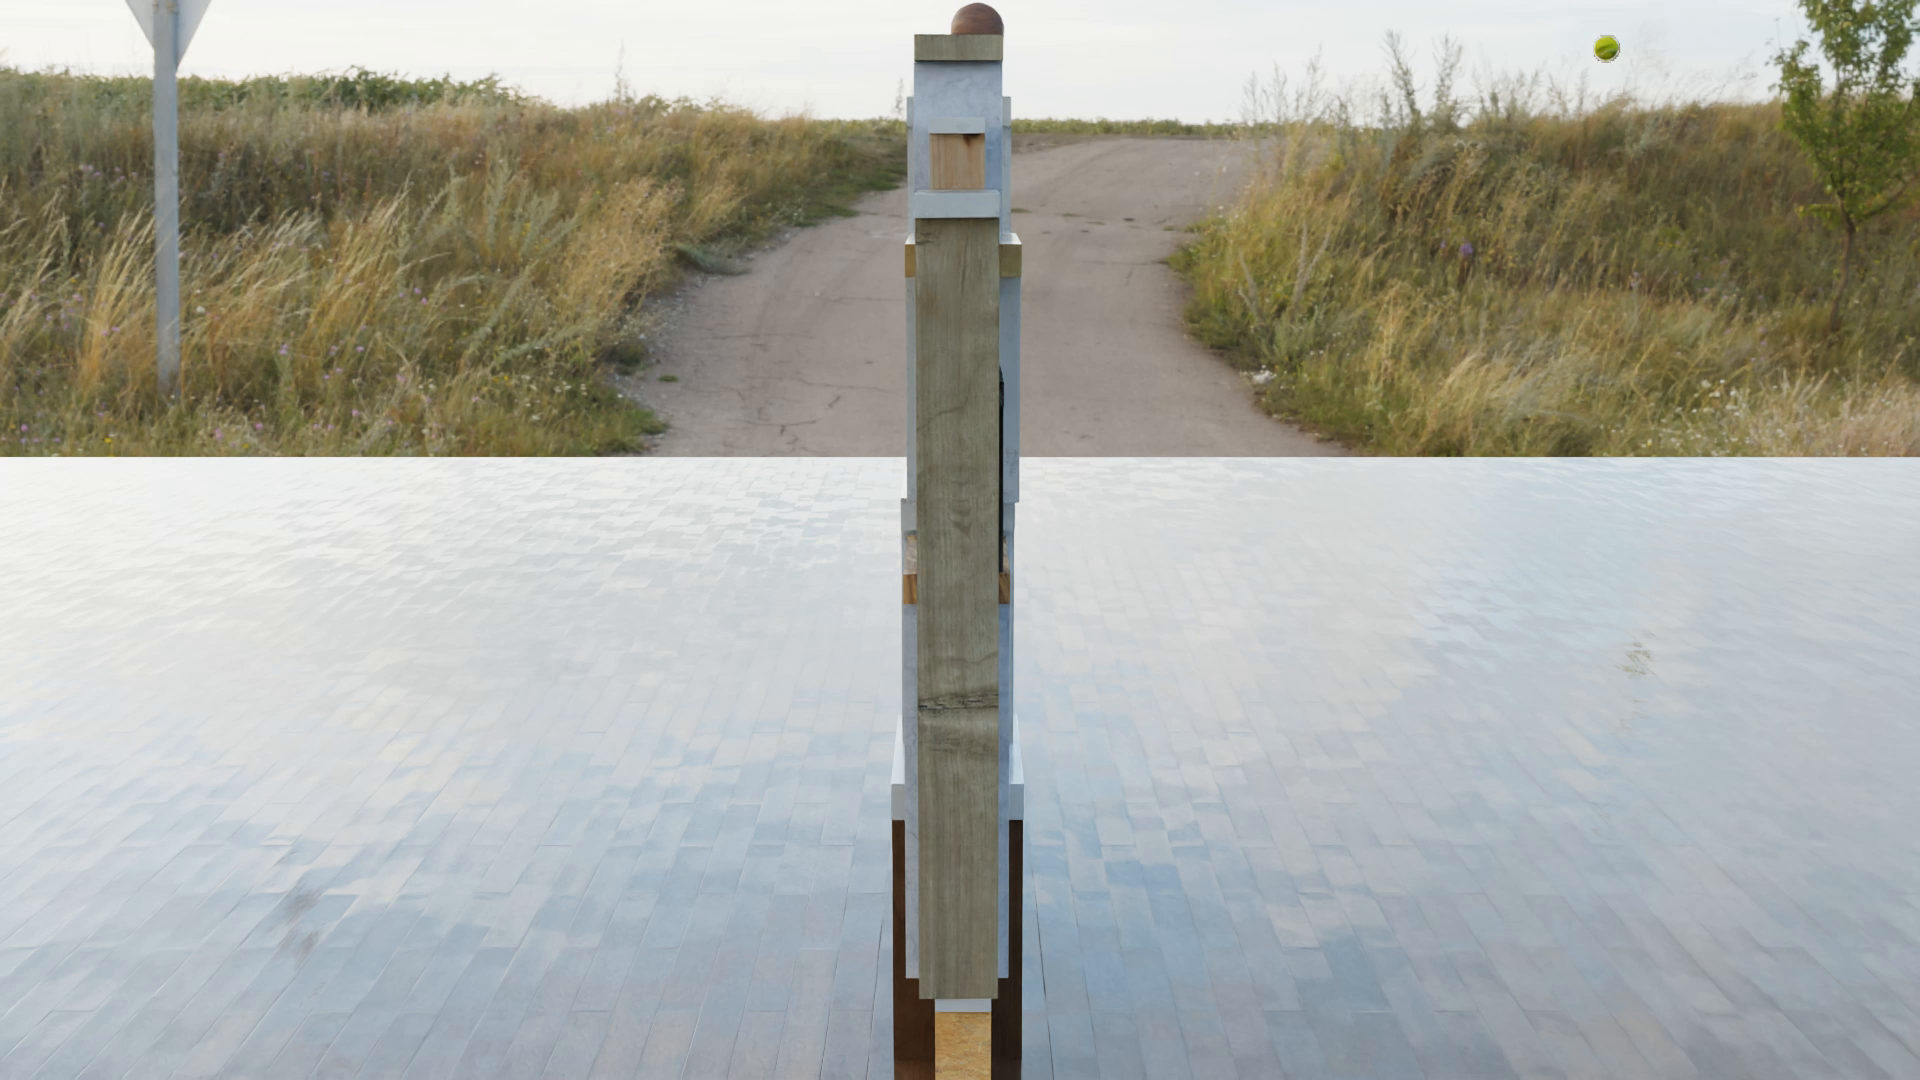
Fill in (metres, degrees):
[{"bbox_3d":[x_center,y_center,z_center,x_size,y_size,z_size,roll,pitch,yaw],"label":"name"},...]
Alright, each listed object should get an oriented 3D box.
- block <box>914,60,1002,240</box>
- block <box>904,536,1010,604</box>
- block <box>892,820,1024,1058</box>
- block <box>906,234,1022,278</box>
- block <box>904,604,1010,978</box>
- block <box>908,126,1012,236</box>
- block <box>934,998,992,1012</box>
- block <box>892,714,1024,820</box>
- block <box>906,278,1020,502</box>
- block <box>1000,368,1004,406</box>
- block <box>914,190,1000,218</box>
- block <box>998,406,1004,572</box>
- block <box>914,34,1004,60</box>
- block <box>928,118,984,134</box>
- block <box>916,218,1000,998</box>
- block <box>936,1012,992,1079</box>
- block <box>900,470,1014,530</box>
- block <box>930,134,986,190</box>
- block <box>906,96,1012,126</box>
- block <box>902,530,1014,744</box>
[{"bbox_3d":[-0.003,-0.526,2.973,0.119,0.238,0.034,0,11,0],"label":"block"},{"bbox_3d":[-0.004,0.037,2.879,0.134,0.038,0.267,0,11,0],"label":"block"},{"bbox_3d":[-0.003,0.534,3.008,0.176,0.352,0.050,0,11,0],"label":"block"},{"bbox_3d":[0.004,-0.393,3.026,0.152,0.043,0.304,0,11,0],"label":"block"},{"bbox_3d":[-0.004,0.320,2.841,0.134,0.505,0.038,0,10,0],"label":"block"},{"bbox_3d":[-0.001,-0.463,3.839,0.178,0.510,0.050,0,10,0],"label":"block"},{"bbox_3d":[0.004,0.580,2.878,0.072,0.020,0.144,0,11,0],"label":"block"},{"bbox_3d":[-0.003,0.315,3.086,0.176,0.050,0.352,0,11,0],"label":"block"},{"bbox_3d":[0.004,-0.204,2.957,0.152,0.304,0.043,0,11,0],"label":"block"},{"bbox_3d":[0.001,-0.197,2.795,0.106,0.030,0.211,0,11,0],"label":"block"},{"bbox_3d":[-0.003,-0.413,2.699,0.100,0.028,0.201,-1,10,0],"label":"block"},{"bbox_3d":[0.001,-0.066,2.748,0.106,0.211,0.030,0,11,0],"label":"block"},{"bbox_3d":[-0.002,-0.674,3.026,0.119,0.034,0.238,0,11,0],"label":"block"},{"bbox_3d":[-0.004,-0.538,2.853,0.071,0.020,0.142,0,11,0],"label":"block"},{"bbox_3d":[-0.003,0.097,2.725,0.100,0.985,0.028,0,10,-1],"label":"block"},{"bbox_3d":[0.004,0.670,2.846,0.072,0.144,0.020,0,11,0],"label":"block"},{"bbox_3d":[-0.003,-0.064,3.159,0.156,0.044,0.312,0,11,0],"label":"block"},{"bbox_3d":[-0.003,-0.372,2.836,0.071,0.299,0.020,0,11,0],"label":"block"},{"bbox_3d":[-0.002,-0.760,3.905,0.178,0.050,0.355,0,11,0],"label":"block"},{"bbox_3d":[-0.003,0.130,3.089,0.156,0.312,0.044,0,11,0],"label":"block"}]
